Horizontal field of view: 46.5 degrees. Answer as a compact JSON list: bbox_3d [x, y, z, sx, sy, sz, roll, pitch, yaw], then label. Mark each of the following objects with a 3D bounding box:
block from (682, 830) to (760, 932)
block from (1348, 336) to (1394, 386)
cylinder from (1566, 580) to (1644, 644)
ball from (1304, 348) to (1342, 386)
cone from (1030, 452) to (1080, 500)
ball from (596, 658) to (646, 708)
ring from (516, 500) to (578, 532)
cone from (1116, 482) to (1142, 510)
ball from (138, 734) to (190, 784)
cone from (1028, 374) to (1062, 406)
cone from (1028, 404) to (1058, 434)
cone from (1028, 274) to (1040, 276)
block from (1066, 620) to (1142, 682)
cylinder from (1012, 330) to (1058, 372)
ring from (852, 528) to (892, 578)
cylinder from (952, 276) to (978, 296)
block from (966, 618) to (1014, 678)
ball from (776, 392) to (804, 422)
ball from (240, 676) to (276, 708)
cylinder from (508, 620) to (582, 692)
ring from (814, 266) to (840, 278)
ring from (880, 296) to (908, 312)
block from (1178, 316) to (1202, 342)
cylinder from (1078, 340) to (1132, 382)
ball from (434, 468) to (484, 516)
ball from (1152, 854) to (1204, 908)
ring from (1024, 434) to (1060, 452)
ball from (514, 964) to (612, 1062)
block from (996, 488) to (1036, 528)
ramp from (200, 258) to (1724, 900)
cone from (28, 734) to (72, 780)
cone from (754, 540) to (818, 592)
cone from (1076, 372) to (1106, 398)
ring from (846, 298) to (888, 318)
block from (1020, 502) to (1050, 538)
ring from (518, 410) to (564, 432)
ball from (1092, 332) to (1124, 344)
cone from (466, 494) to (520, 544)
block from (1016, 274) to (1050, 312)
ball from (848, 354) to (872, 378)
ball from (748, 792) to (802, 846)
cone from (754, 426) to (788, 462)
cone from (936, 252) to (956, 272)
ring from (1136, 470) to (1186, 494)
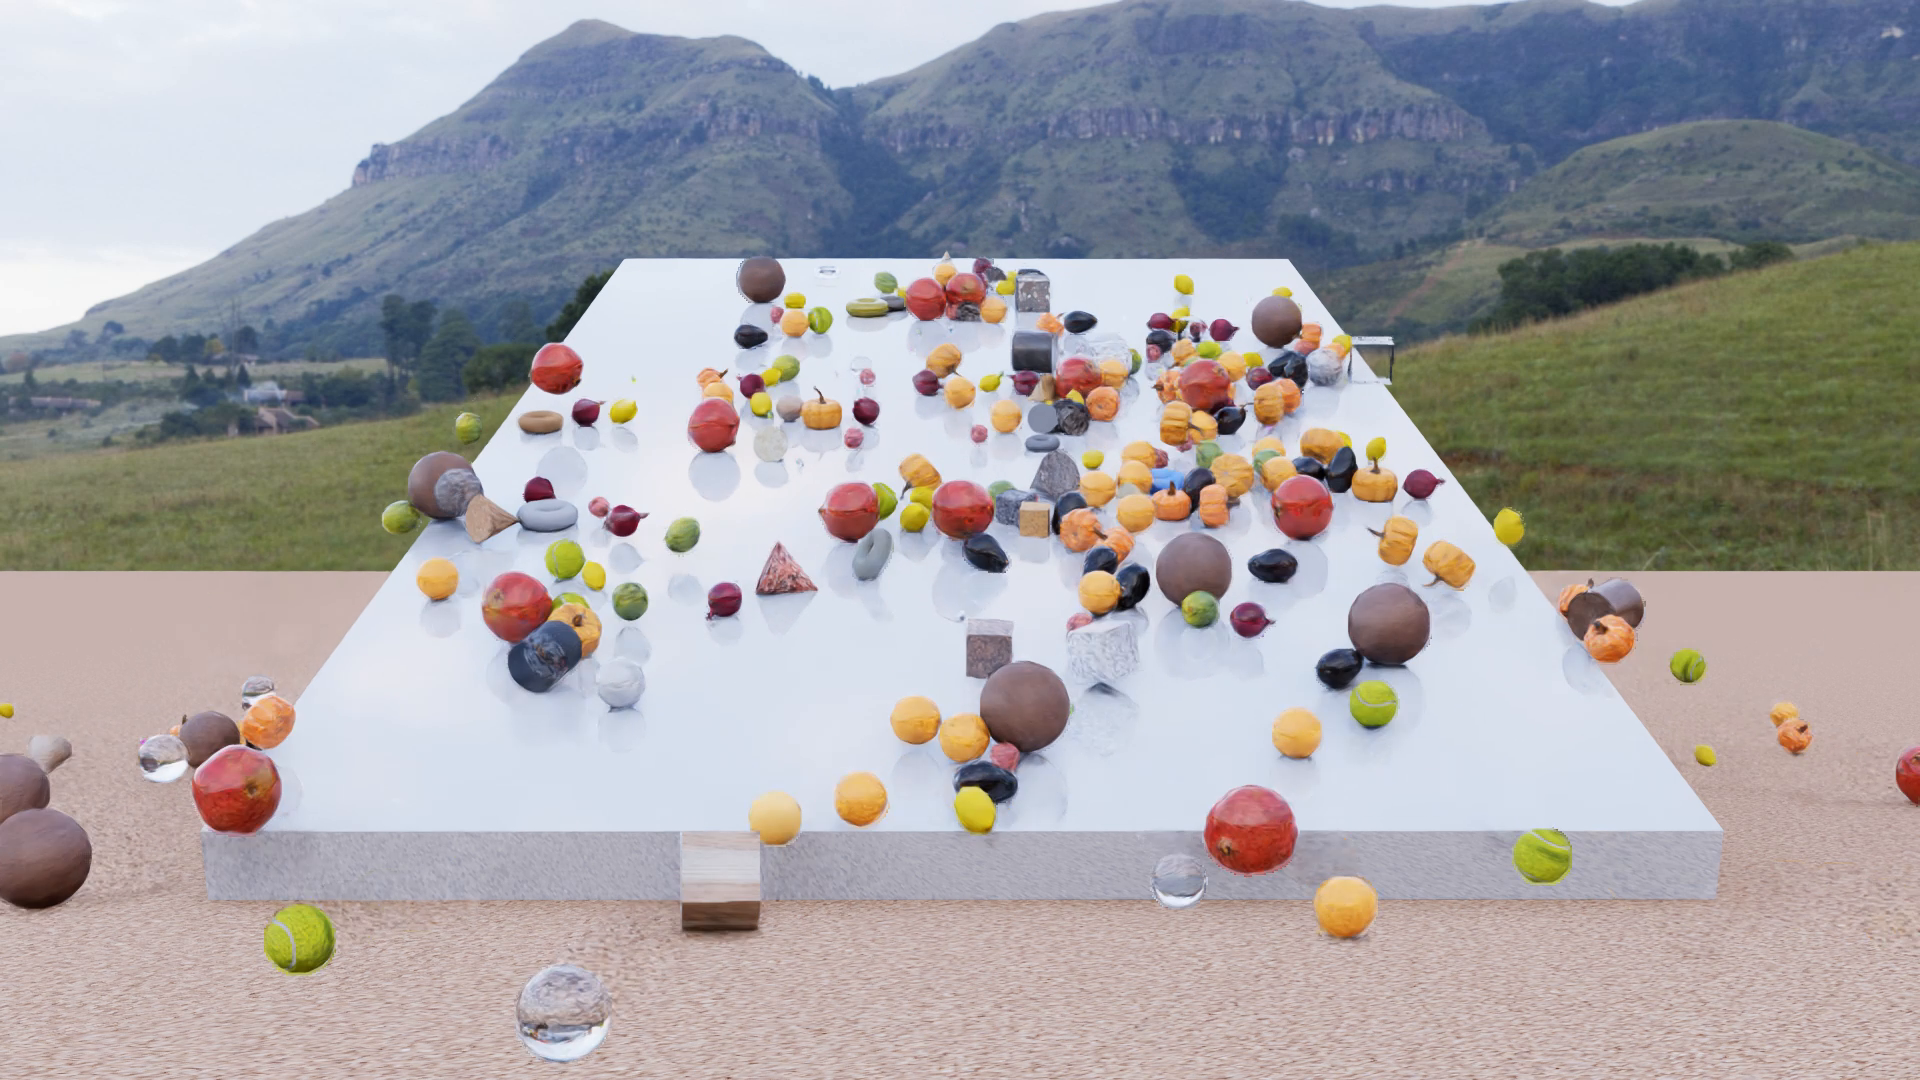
[{"bbox_3d":[-0.289,0.412,2.700,0.091,0.091,0.091,0,-31,-8],"label":"block"},{"bbox_3d":[0.971,-0.425,5.281,0.095,0.095,0.095,2,18,5],"label":"block"},{"bbox_3d":[1.045,0.116,3.618,0.088,0.088,0.088,-17,11,-42],"label":"cylinder"},{"bbox_3d":[0.852,-0.407,5.238,0.088,0.088,0.088,0,-1,0],"label":"ball"},{"bbox_3d":[0.167,-0.115,4.403,0.099,0.099,0.099,0,-13,-36],"label":"cone"},{"bbox_3d":[-0.506,0.213,3.334,0.075,0.075,0.075,0,-1,0],"label":"ball"},{"bbox_3d":[-0.774,-0.046,4.197,0.115,0.038,0.115,1,18,0],"label":"ring"},{"bbox_3d":[0.316,-0.079,4.325,0.053,0.053,0.053,0,-10,-20],"label":"cone"},{"bbox_3d":[-1.623,0.445,4.554,0.099,0.099,0.099,0,-1,0],"label":"ball"},{"bbox_3d":[0.180,-0.330,5.086,0.075,0.075,0.075,-20,-13,37],"label":"cone"},{"bbox_3d":[0.185,-0.257,4.866,0.067,0.067,0.067,0,-9,11],"label":"cone"},{"bbox_3d":[0.197,-0.704,6.249,0.067,0.067,0.067,0,-11,-24],"label":"cone"},{"bbox_3d":[0.219,0.169,3.408,0.076,0.076,0.076,-5,8,39],"label":"block"},{"bbox_3d":[0.179,-0.453,5.359,0.096,0.096,0.096,4,0,12],"label":"cylinder"},{"bbox_3d":[-0.153,0.024,3.897,0.032,0.097,0.097,30,-13,-23],"label":"ring"},{"bbox_3d":[0.015,-0.702,6.204,0.052,0.052,0.052,-1,-5,38],"label":"cylinder"},{"bbox_3d":[0.047,0.169,3.480,0.071,0.071,0.071,1,18,4],"label":"block"},{"bbox_3d":[-0.374,-0.293,4.920,0.062,0.062,0.062,0,-1,0],"label":"ball"},{"bbox_3d":[-1.289,0.279,4.104,0.060,0.060,0.060,0,-1,0],"label":"ball"},{"bbox_3d":[-0.632,0.177,3.406,0.083,0.083,0.083,0,22,22],"label":"cylinder"},{"bbox_3d":[-0.383,-0.775,6.470,0.080,0.027,0.080,-1,22,0],"label":"ring"},{"bbox_3d":[-0.184,-0.639,6.049,0.087,0.029,0.087,1,19,0],"label":"ring"},{"bbox_3d":[0.587,-0.537,5.697,0.052,0.052,0.052,4,18,12],"label":"block"},{"bbox_3d":[0.341,-0.419,5.263,0.094,0.094,0.094,-9,3,-26],"label":"cylinder"},{"bbox_3d":[-0.925,-0.089,4.126,0.088,0.088,0.088,0,-1,0],"label":"ball"},{"bbox_3d":[0.269,0.420,2.760,0.066,0.066,0.066,0,-1,0],"label":"ball"},{"bbox_3d":[0.174,-0.203,4.708,0.075,0.025,0.075,-1,18,0],"label":"ring"},{"bbox_3d":[-0.355,0.424,2.002,0.086,0.086,0.086,0,-1,0],"label":"ball"},{"bbox_3d":[0.104,-0.060,4.216,0.054,0.054,0.054,12,21,32],"label":"block"},{"bbox_3d":[-0.003,-0.185,4.853,2.000,0.100,4.000,0,18,0],"label":"ramp"},{"bbox_3d":[-1.887,0.462,4.614,0.087,0.087,0.087,0,43,-5],"label":"cone"},{"bbox_3d":[-0.286,0.066,3.839,0.099,0.099,0.099,25,-5,-9],"label":"cone"},{"bbox_3d":[0.300,-0.347,5.142,0.072,0.072,0.072,1,-2,0],"label":"cone"},{"bbox_3d":[-0.248,-0.621,5.978,0.117,0.039,0.117,0,17,0],"label":"ring"},{"bbox_3d":[0.139,-0.038,4.152,0.052,0.052,0.052,2,18,6],"label":"block"},{"bbox_3d":[-0.910,-0.257,4.857,0.098,0.033,0.098,1,18,0],"label":"ring"},{"bbox_3d":[0.358,-0.457,5.387,0.090,0.090,0.090,0,-1,0],"label":"ball"},{"bbox_3d":[-0.844,-0.037,4.100,0.089,0.089,0.089,2,-2,-44],"label":"cone"},{"bbox_3d":[0.196,-0.666,6.042,0.084,0.084,0.084,-1,18,-4],"label":"block"},{"bbox_3d":[-0.235,-0.410,5.294,0.056,0.056,0.056,0,-1,0],"label":"ball"},{"bbox_3d":[-0.239,0.360,2.891,0.070,0.070,0.070,0,-1,0],"label":"ball"},{"bbox_3d":[-0.385,-0.192,4.656,0.076,0.076,0.076,0,-9,10],"label":"cone"},{"bbox_3d":[-0.039,-0.819,6.555,0.060,0.060,0.060,0,18,0],"label":"cone"},{"bbox_3d":[0.397,-0.115,4.424,0.097,0.032,0.097,-1,18,0],"label":"ring"}]
